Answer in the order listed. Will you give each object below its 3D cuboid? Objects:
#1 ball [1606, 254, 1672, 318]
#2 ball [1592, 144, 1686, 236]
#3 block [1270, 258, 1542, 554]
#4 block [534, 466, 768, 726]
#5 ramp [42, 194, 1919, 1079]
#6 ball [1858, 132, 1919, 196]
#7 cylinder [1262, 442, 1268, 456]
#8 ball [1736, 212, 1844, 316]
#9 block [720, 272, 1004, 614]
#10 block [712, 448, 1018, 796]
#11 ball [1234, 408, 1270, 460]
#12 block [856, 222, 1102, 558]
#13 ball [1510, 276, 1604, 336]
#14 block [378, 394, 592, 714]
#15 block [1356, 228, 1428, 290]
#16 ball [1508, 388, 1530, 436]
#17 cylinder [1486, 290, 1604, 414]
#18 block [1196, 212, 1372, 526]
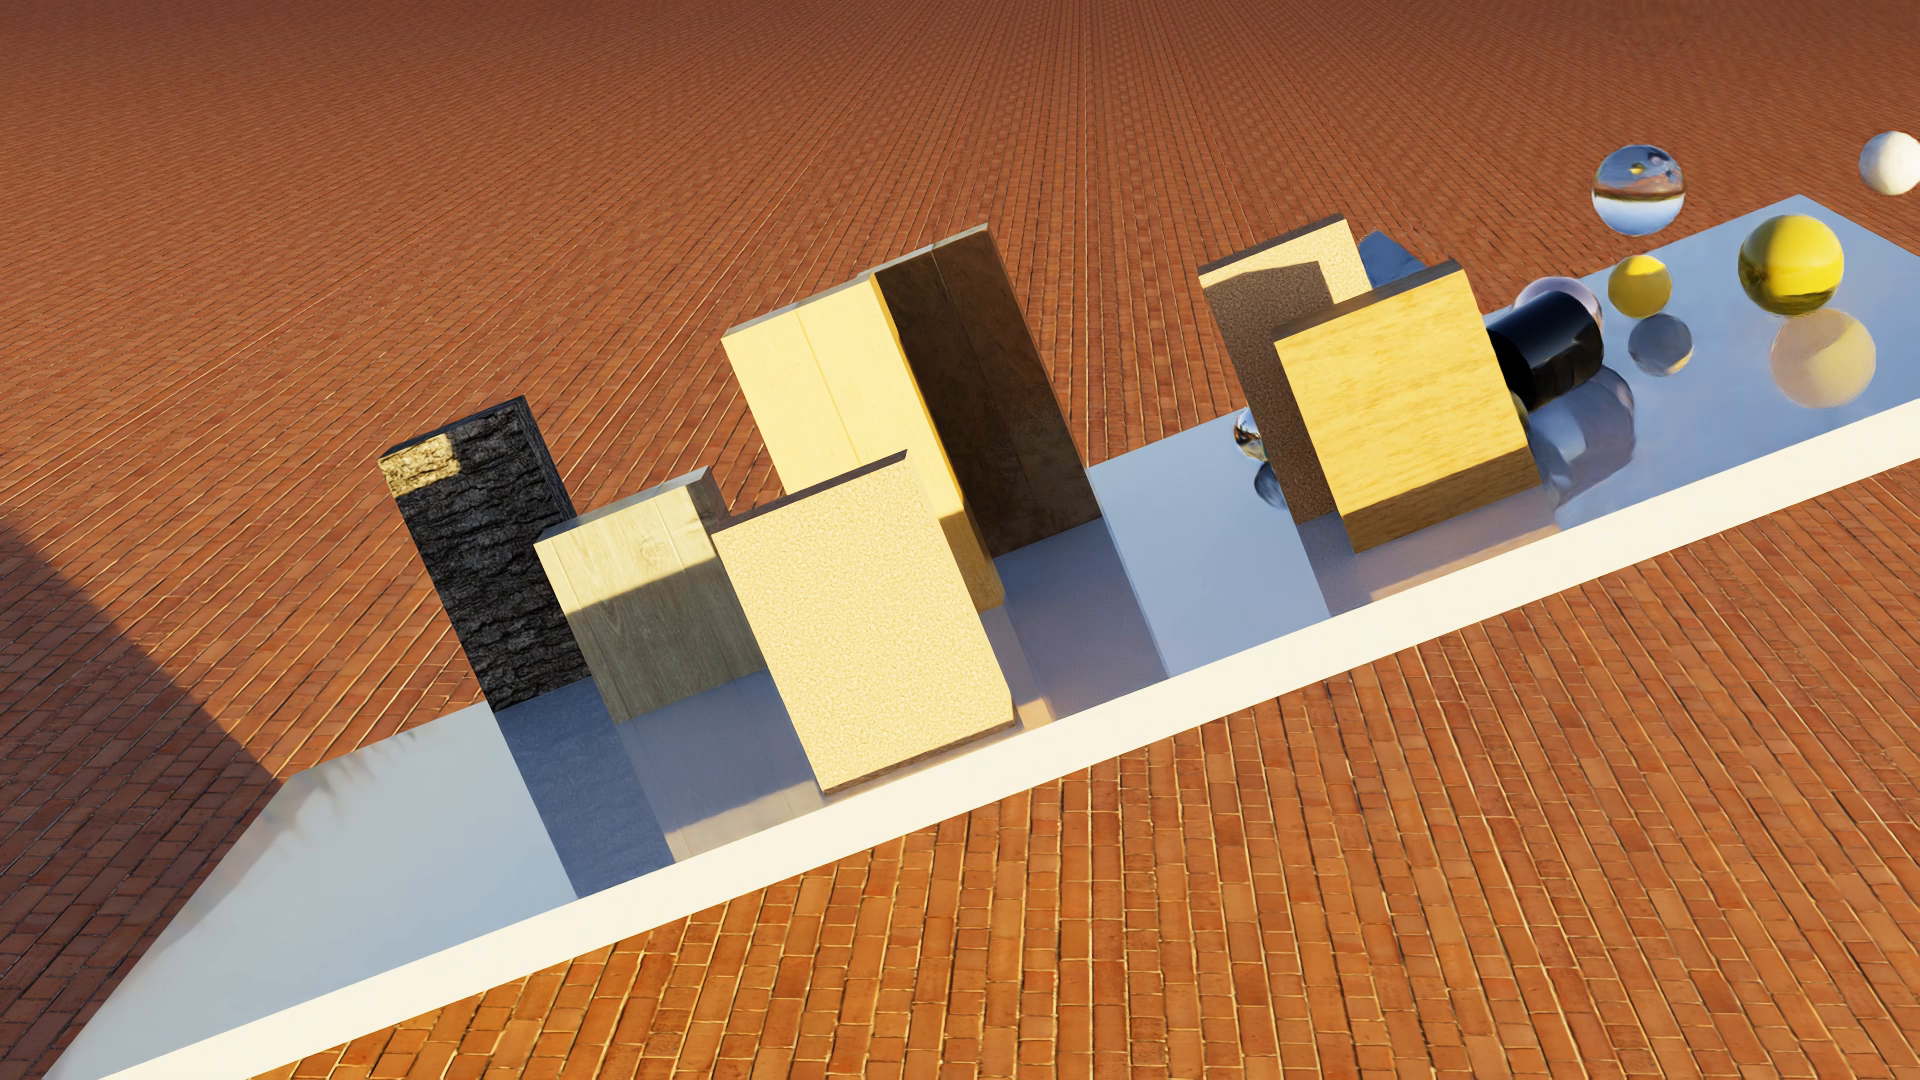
[{"bbox_3d":[1.482,-0.553,6.413,0.140,0.140,0.140,0,14,0],"label":"ball"},{"bbox_3d":[1.320,-0.681,5.722,0.178,0.178,0.178,0,14,0],"label":"ball"},{"bbox_3d":[0.841,-0.253,5.558,0.372,0.436,0.142,-21,12,7],"label":"block"},{"bbox_3d":[-0.671,0.124,6.615,0.406,0.451,0.145,-21,12,7],"label":"block"},{"bbox_3d":[0.124,0.173,6.290,4.000,0.100,2.000,-21,12,7],"label":"ramp"},{"bbox_3d":[1.891,-0.764,5.969,0.129,0.129,0.129,0,14,0],"label":"ball"},{"bbox_3d":[0.747,-0.212,6.126,0.195,0.195,0.195,-2,10,-9],"label":"cylinder"},{"bbox_3d":[1.670,-0.554,5.915,0.208,0.208,0.208,0,14,0],"label":"ball"},{"bbox_3d":[-0.202,-0.156,6.268,0.336,0.749,0.121,-21,12,7],"label":"block"},{"bbox_3d":[-0.171,0.153,5.384,0.379,0.535,0.099,-21,12,7],"label":"block"},{"bbox_3d":[0.674,-0.240,6.549,0.126,0.126,0.126,0,14,0],"label":"ball"},{"bbox_3d":[0.047,-0.329,6.668,0.316,0.707,0.102,-21,12,7],"label":"block"},{"bbox_3d":[1.268,-0.463,6.262,0.199,0.199,0.199,0,14,0],"label":"ball"},{"bbox_3d":[-1.110,0.035,7.227,0.361,0.687,0.148,-21,12,7],"label":"block"},{"bbox_3d":[0.969,-0.558,6.774,0.182,0.182,0.182,-41,59,-11],"label":"block"},{"bbox_3d":[1.031,-0.227,5.759,0.163,0.163,0.163,0,14,0],"label":"ball"},{"bbox_3d":[1.179,-0.381,6.060,0.204,0.204,0.204,-29,27,-28],"label":"cylinder"},{"bbox_3d":[0.719,-0.343,5.908,0.309,0.545,0.116,-21,12,7],"label":"block"}]
